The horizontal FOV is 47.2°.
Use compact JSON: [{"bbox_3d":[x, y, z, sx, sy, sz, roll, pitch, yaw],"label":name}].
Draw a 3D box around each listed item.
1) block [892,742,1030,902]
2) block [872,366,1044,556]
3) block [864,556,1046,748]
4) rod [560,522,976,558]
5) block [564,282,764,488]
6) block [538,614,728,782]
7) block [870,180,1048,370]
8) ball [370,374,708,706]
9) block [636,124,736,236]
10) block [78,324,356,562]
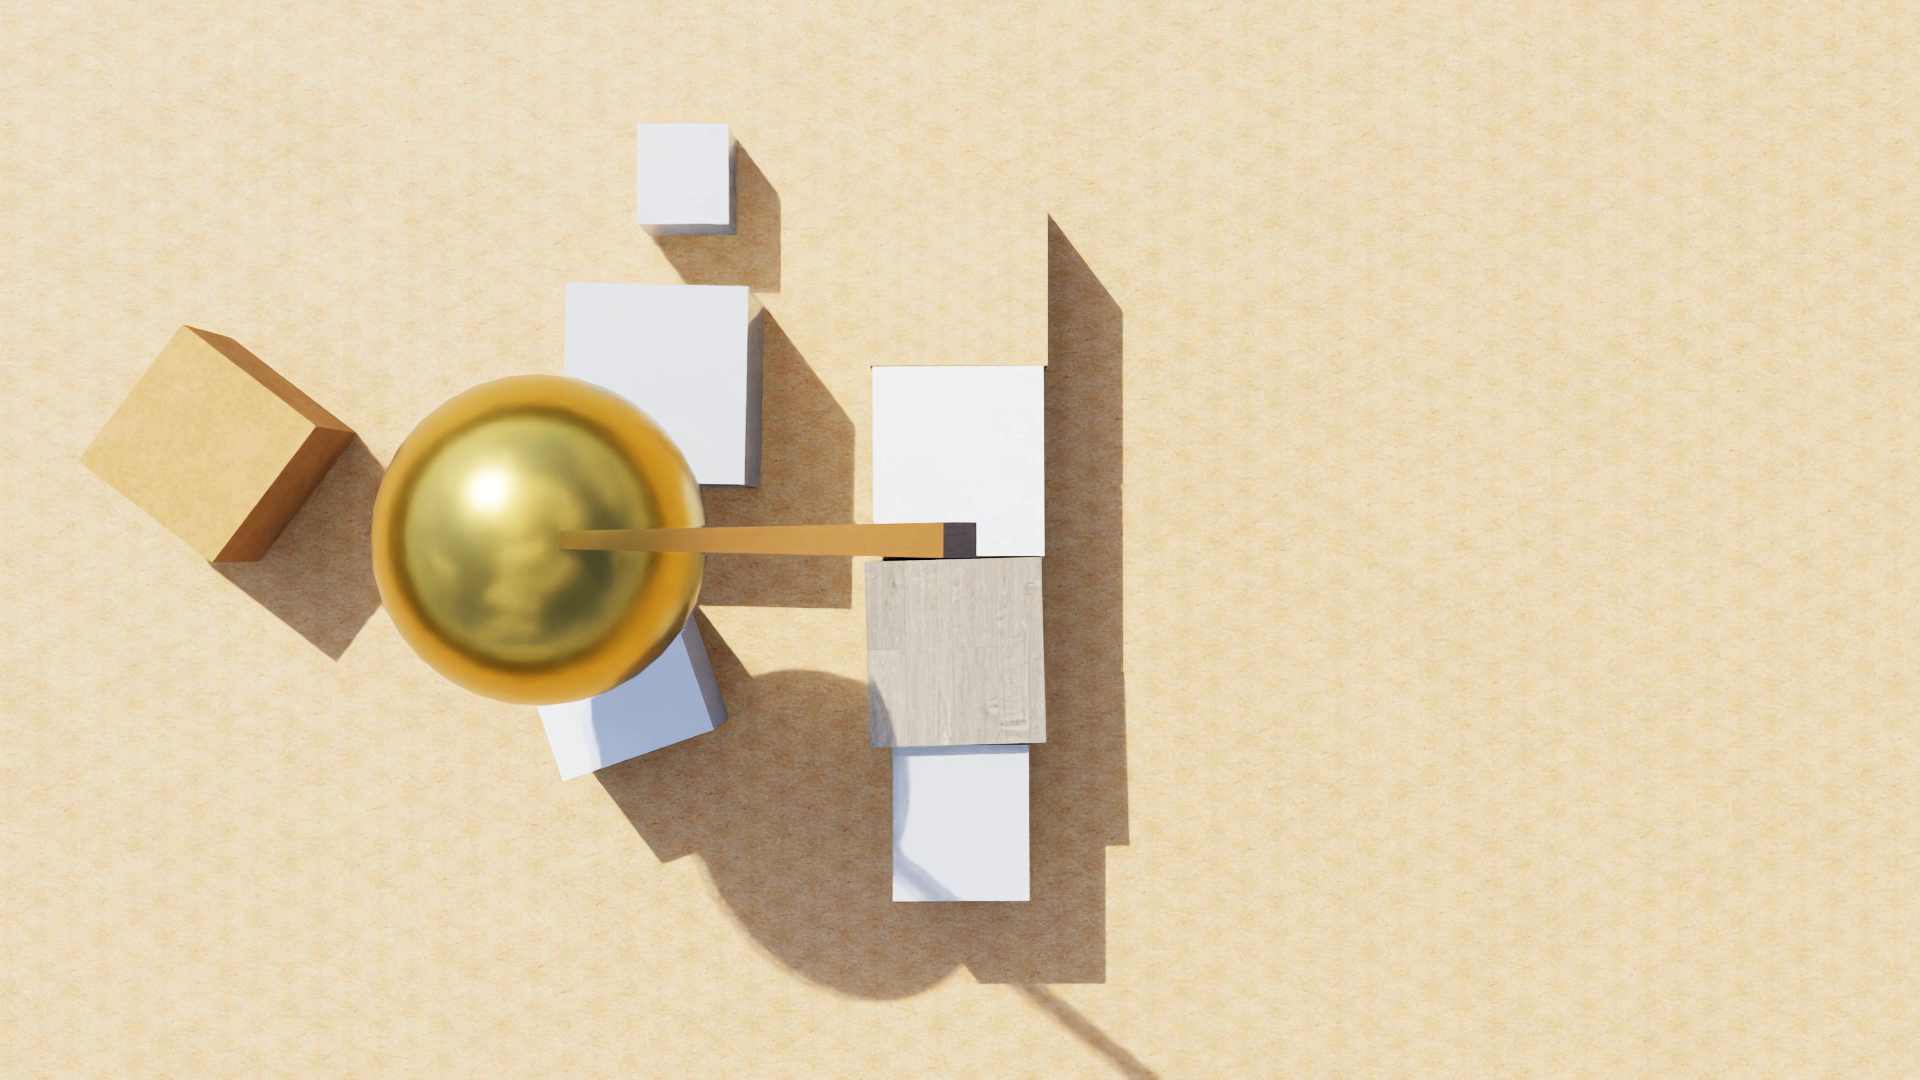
[{"bbox_3d":[0.005,1.559,12.558,0.752,0.884,0.859,0,90,0],"label":"block"},{"bbox_3d":[-0.009,-0.433,12.538,0.939,0.925,1.043,0,90,0],"label":"block"},{"bbox_3d":[-0.025,0.613,12.513,0.966,0.974,1.015,-2,90,0],"label":"block"},{"bbox_3d":[-0.873,0.000,7.385,0.080,5.200,0.080,0,90,-20],"label":"rod"},{"bbox_3d":[-1.666,-0.855,12.505,0.996,0.990,1.082,1,90,0],"label":"block"},{"bbox_3d":[-1.918,0.807,12.598,0.885,0.804,0.824,-19,90,0],"label":"block"},{"bbox_3d":[-0.007,-1.474,12.559,0.980,0.883,1.025,0,90,0],"label":"block"},{"bbox_3d":[-2.015,0.000,10.587,1.600,1.600,1.600,0,90,0],"label":"ball"},{"bbox_3d":[-1.580,-2.086,12.762,0.520,0.476,0.570,0,90,0],"label":"block"},{"bbox_3d":[-4.221,-0.535,12.583,0.931,0.833,0.951,37,90,0],"label":"block"}]
